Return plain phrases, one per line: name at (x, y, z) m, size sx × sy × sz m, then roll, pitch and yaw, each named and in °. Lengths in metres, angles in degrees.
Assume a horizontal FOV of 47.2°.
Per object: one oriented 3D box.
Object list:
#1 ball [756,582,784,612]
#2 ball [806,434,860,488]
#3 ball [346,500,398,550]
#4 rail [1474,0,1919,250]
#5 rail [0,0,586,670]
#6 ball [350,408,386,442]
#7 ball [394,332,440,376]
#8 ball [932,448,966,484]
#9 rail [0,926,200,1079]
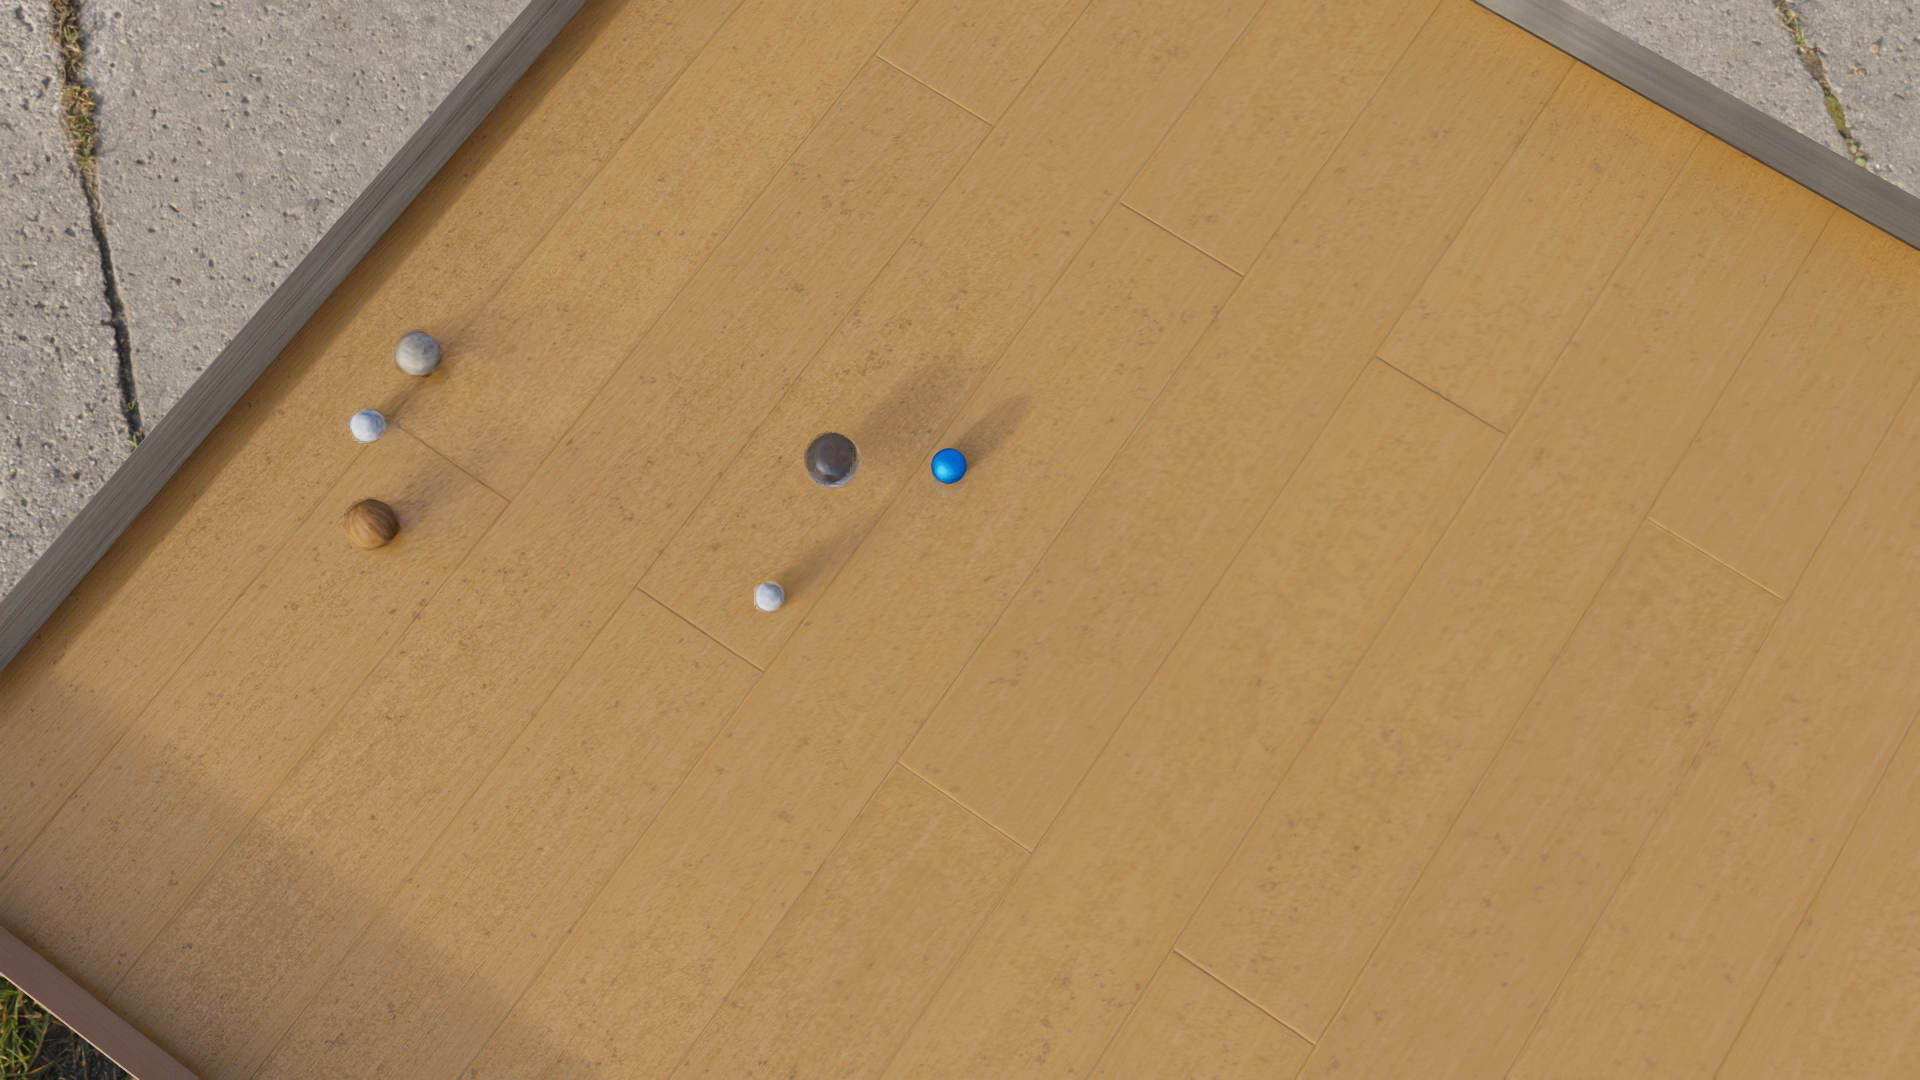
ball at (-0.296, 0.088, 3.423) m, size 0.046 × 0.046 × 0.046 m, roll 0°, pitch 70°, yaw 0°
ball at (-0.201, -0.126, 3.478) m, size 0.087 × 0.087 × 0.087 m, roll 0°, pitch 70°, yaw 0°
ball at (-0.922, -0.024, 3.446) m, size 0.079 × 0.079 × 0.079 m, roll 0°, pitch 70°, yaw 0°
rail at (1.672, -0.430, 3.574) m, size 4.490 × 0.113 × 0.045 m, roll 33°, pitch 73°, yaw 11°
rail at (-0.905, -0.594, 3.634) m, size 0.045 × 0.113 × 2.684 m, roll 33°, pitch 73°, yaw 11°
ball at (-0.947, -0.183, 3.517) m, size 0.054 × 0.054 × 0.054 m, roll 0°, pitch 70°, yaw 0°
ball at (-0.875, -0.301, 3.550) m, size 0.073 × 0.073 × 0.073 m, roll 0°, pitch 70°, yaw 0°
ball at (-0.018, -0.118, 3.491) m, size 0.057 × 0.057 × 0.057 m, roll 0°, pitch 70°, yaw 0°
rail at (0.176, 1.610, 2.831) m, size 4.490 × 0.113 × 0.045 m, roll 33°, pitch 73°, yaw 11°
